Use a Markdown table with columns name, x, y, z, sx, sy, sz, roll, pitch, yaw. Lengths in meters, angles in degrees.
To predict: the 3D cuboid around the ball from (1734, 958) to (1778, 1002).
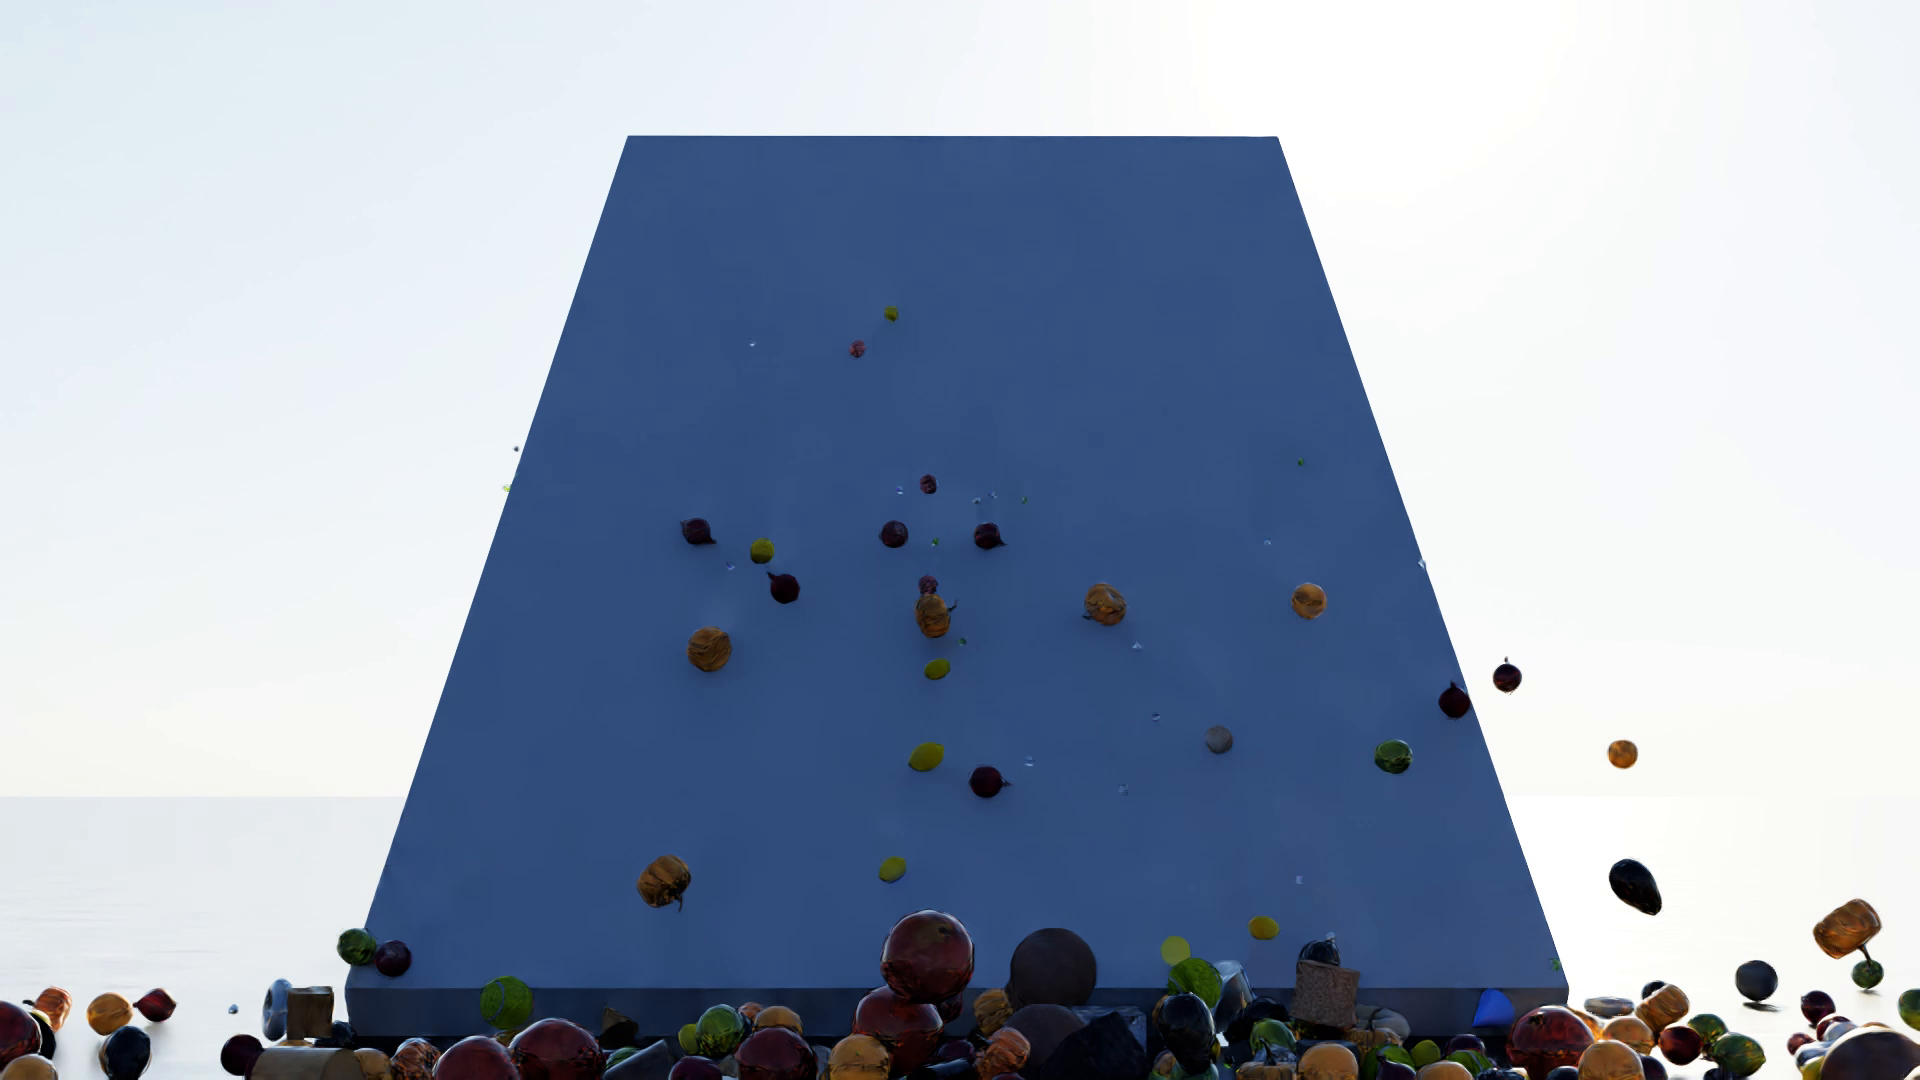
| name | x | y | z | sx | sy | sz | roll | pitch | yaw |
| --- | --- | --- | --- | --- | --- | --- | --- | --- | --- |
| ball | 1.526 | 0.844 | 4.619 | 0.081 | 0.081 | 0.081 | 0 | -6 | 0 |

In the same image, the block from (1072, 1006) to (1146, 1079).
| name | x | y | z | sx | sy | sz | roll | pitch | yaw |
| --- | --- | --- | --- | --- | --- | --- | --- | --- | --- |
| block | 0.210 | 0.711 | 3.407 | 0.090 | 0.090 | 0.090 | 1 | -3 | -7 |

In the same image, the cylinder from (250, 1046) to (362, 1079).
| name | x | y | z | sx | sy | sz | roll | pitch | yaw |
| --- | --- | --- | --- | --- | --- | --- | --- | --- | --- |
| cylinder | -0.783 | 0.656 | 2.886 | 0.095 | 0.095 | 0.095 | -2 | -6 | 16 |

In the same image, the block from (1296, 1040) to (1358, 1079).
| name | x | y | z | sx | sy | sz | roll | pitch | yaw |
| --- | --- | --- | --- | --- | --- | --- | --- | --- | --- |
| block | 0.486 | 0.701 | 3.190 | 0.070 | 0.070 | 0.070 | 0 | -6 | -2 |

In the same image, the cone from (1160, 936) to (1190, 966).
| name | x | y | z | sx | sy | sz | roll | pitch | yaw |
| --- | --- | --- | --- | --- | --- | --- | --- | --- | --- |
| cone | 0.365 | 0.678 | 3.999 | 0.051 | 0.051 | 0.051 | -2 | 0 | 22 |

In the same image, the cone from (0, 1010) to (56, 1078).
| name | x | y | z | sx | sy | sz | roll | pitch | yaw |
| --- | --- | --- | --- | --- | --- | --- | --- | --- | --- |
| cone | -1.294 | 0.705 | 3.268 | 0.098 | 0.098 | 0.098 | 6 | -42 | -43 |

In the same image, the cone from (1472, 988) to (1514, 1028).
| name | x | y | z | sx | sy | sz | roll | pitch | yaw |
| --- | --- | --- | --- | --- | --- | --- | --- | --- | --- |
| cone | 0.741 | 0.674 | 3.403 | 0.060 | 0.060 | 0.060 | -25 | 10 | -37 |

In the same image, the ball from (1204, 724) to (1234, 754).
| name | x | y | z | sx | sy | sz | roll | pitch | yaw |
| --- | --- | --- | --- | --- | --- | --- | --- | --- | --- |
| ball | 0.485 | 0.372 | 4.507 | 0.054 | 0.054 | 0.054 | 0 | -6 | 0 |

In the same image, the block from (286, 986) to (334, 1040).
| name | x | y | z | sx | sy | sz | roll | pitch | yaw |
| --- | --- | --- | --- | --- | --- | --- | --- | --- | --- |
| block | -0.850 | 0.618 | 3.150 | 0.058 | 0.058 | 0.058 | 1 | -1 | -17 |

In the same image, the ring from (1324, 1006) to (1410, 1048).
| name | x | y | z | sx | sy | sz | roll | pitch | yaw |
| --- | --- | --- | --- | --- | --- | --- | --- | --- | --- |
| ring | 0.642 | 0.768 | 3.802 | 0.135 | 0.045 | 0.135 | 2 | 3 | 0 |

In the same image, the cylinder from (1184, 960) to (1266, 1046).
| name | x | y | z | sx | sy | sz | roll | pitch | yaw |
| --- | --- | --- | --- | --- | --- | --- | --- | --- | --- |
| cylinder | 0.412 | 0.719 | 3.745 | 0.095 | 0.095 | 0.095 | -25 | 11 | 5 |

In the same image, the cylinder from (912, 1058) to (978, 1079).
| name | x | y | z | sx | sy | sz | roll | pitch | yaw |
| --- | --- | --- | --- | --- | --- | --- | --- | --- | --- |
| cylinder | -0.019 | 0.688 | 3.038 | 0.059 | 0.059 | 0.059 | -2 | -3 | -41 |

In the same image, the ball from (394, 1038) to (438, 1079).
| name | x | y | z | sx | sy | sz | roll | pitch | yaw |
| --- | --- | --- | --- | --- | --- | --- | --- | --- | --- |
| ball | -0.761 | 0.725 | 3.370 | 0.058 | 0.058 | 0.058 | 0 | -6 | 0 |

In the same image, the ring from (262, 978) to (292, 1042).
| name | x | y | z | sx | sy | sz | roll | pitch | yaw |
| --- | --- | --- | --- | --- | --- | --- | --- | --- | --- |
| ring | -1.044 | 0.718 | 3.685 | 0.032 | 0.096 | 0.096 | 13 | -11 | -25 |

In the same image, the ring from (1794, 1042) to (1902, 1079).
| name | x | y | z | sx | sy | sz | roll | pitch | yaw |
| --- | --- | --- | --- | --- | --- | --- | --- | --- | --- |
| ring | 1.244 | 0.732 | 3.379 | 0.142 | 0.047 | 0.142 | -1 | -6 | 0 |

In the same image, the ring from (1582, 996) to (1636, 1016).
| name | x | y | z | sx | sy | sz | roll | pitch | yaw |
| --- | --- | --- | --- | --- | --- | --- | --- | --- | --- |
| ring | 1.173 | 0.842 | 4.355 | 0.093 | 0.031 | 0.093 | 1 | -7 | 0 |

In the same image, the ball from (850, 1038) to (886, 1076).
| name | x | y | z | sx | sy | sz | roll | pitch | yaw |
| --- | --- | --- | --- | --- | --- | --- | --- | --- | --- |
| ball | -0.130 | 0.731 | 3.405 | 0.052 | 0.052 | 0.052 | 0 | -6 | 0 |

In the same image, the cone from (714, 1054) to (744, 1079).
| name | x | y | z | sx | sy | sz | roll | pitch | yaw |
| --- | --- | --- | --- | --- | --- | --- | --- | --- | --- |
| cone | -0.304 | 0.674 | 2.875 | 0.095 | 0.095 | 0.095 | -20 | -5 | -3 |

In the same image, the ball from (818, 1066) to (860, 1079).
| name | x | y | z | sx | sy | sz | roll | pitch | yaw |
| --- | --- | --- | --- | --- | --- | --- | --- | --- | --- |
| ball | -0.153 | 0.690 | 3.025 | 0.058 | 0.058 | 0.058 | 0 | -6 | 0 |

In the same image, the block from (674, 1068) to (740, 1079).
| name | x | y | z | sx | sy | sz | roll | pitch | yaw |
| --- | --- | --- | --- | --- | --- | --- | --- | --- | --- |
| block | -0.291 | 0.643 | 2.721 | 0.065 | 0.065 | 0.065 | 10 | 7 | 13 |

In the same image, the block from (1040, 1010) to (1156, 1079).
| name | x | y | z | sx | sy | sz | roll | pitch | yaw |
| --- | --- | --- | --- | --- | --- | --- | --- | --- | --- |
| block | 0.159 | 0.612 | 2.797 | 0.079 | 0.079 | 0.079 | -17 | -29 | -40 |

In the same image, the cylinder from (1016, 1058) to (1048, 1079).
| name | x | y | z | sx | sy | sz | roll | pitch | yaw |
| --- | --- | --- | --- | --- | --- | --- | --- | --- | --- |
| cylinder | 0.108 | 0.683 | 3.008 | 0.057 | 0.057 | 0.057 | 9 | 0 | 32 |

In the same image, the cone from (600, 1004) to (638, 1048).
| name | x | y | z | sx | sy | sz | roll | pitch | yaw |
| --- | --- | --- | --- | --- | --- | --- | --- | --- | --- |
| cone | -0.541 | 0.745 | 3.747 | 0.062 | 0.062 | 0.062 | 5 | 36 | -40 |

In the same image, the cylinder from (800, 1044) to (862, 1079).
| name | x | y | z | sx | sy | sz | roll | pitch | yaw |
| --- | --- | --- | --- | --- | --- | --- | --- | --- | --- |
| cylinder | -0.167 | 0.688 | 3.111 | 0.057 | 0.057 | 0.057 | 29 | -20 | -28 |

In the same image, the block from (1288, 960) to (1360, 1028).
| name | x | y | z | sx | sy | sz | roll | pitch | yaw |
| --- | --- | --- | --- | --- | --- | --- | --- | --- | --- |
| block | 0.531 | 0.659 | 3.503 | 0.080 | 0.080 | 0.080 | 10 | -5 | 17 |

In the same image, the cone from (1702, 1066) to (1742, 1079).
| name | x | y | z | sx | sy | sz | roll | pitch | yaw |
| --- | --- | --- | --- | --- | --- | --- | --- | --- | --- |
| cone | 0.973 | 0.713 | 3.095 | 0.056 | 0.056 | 0.056 | 0 | -33 | -1 |

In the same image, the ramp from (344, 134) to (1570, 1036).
| name | x | y | z | sx | sy | sz | roll | pitch | yaw |
| --- | --- | --- | --- | --- | --- | --- | --- | --- | --- |
| ramp | -0.013 | -0.213 | 5.691 | 2.000 | 0.100 | 4.000 | 0 | 30 | 0 |

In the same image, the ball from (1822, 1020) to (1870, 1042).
| name | x | y | z | sx | sy | sz | roll | pitch | yaw |
| --- | --- | --- | --- | --- | --- | --- | --- | --- | --- |
| ball | 1.297 | 0.738 | 3.528 | 0.066 | 0.066 | 0.066 | 0 | -6 | 0 |
